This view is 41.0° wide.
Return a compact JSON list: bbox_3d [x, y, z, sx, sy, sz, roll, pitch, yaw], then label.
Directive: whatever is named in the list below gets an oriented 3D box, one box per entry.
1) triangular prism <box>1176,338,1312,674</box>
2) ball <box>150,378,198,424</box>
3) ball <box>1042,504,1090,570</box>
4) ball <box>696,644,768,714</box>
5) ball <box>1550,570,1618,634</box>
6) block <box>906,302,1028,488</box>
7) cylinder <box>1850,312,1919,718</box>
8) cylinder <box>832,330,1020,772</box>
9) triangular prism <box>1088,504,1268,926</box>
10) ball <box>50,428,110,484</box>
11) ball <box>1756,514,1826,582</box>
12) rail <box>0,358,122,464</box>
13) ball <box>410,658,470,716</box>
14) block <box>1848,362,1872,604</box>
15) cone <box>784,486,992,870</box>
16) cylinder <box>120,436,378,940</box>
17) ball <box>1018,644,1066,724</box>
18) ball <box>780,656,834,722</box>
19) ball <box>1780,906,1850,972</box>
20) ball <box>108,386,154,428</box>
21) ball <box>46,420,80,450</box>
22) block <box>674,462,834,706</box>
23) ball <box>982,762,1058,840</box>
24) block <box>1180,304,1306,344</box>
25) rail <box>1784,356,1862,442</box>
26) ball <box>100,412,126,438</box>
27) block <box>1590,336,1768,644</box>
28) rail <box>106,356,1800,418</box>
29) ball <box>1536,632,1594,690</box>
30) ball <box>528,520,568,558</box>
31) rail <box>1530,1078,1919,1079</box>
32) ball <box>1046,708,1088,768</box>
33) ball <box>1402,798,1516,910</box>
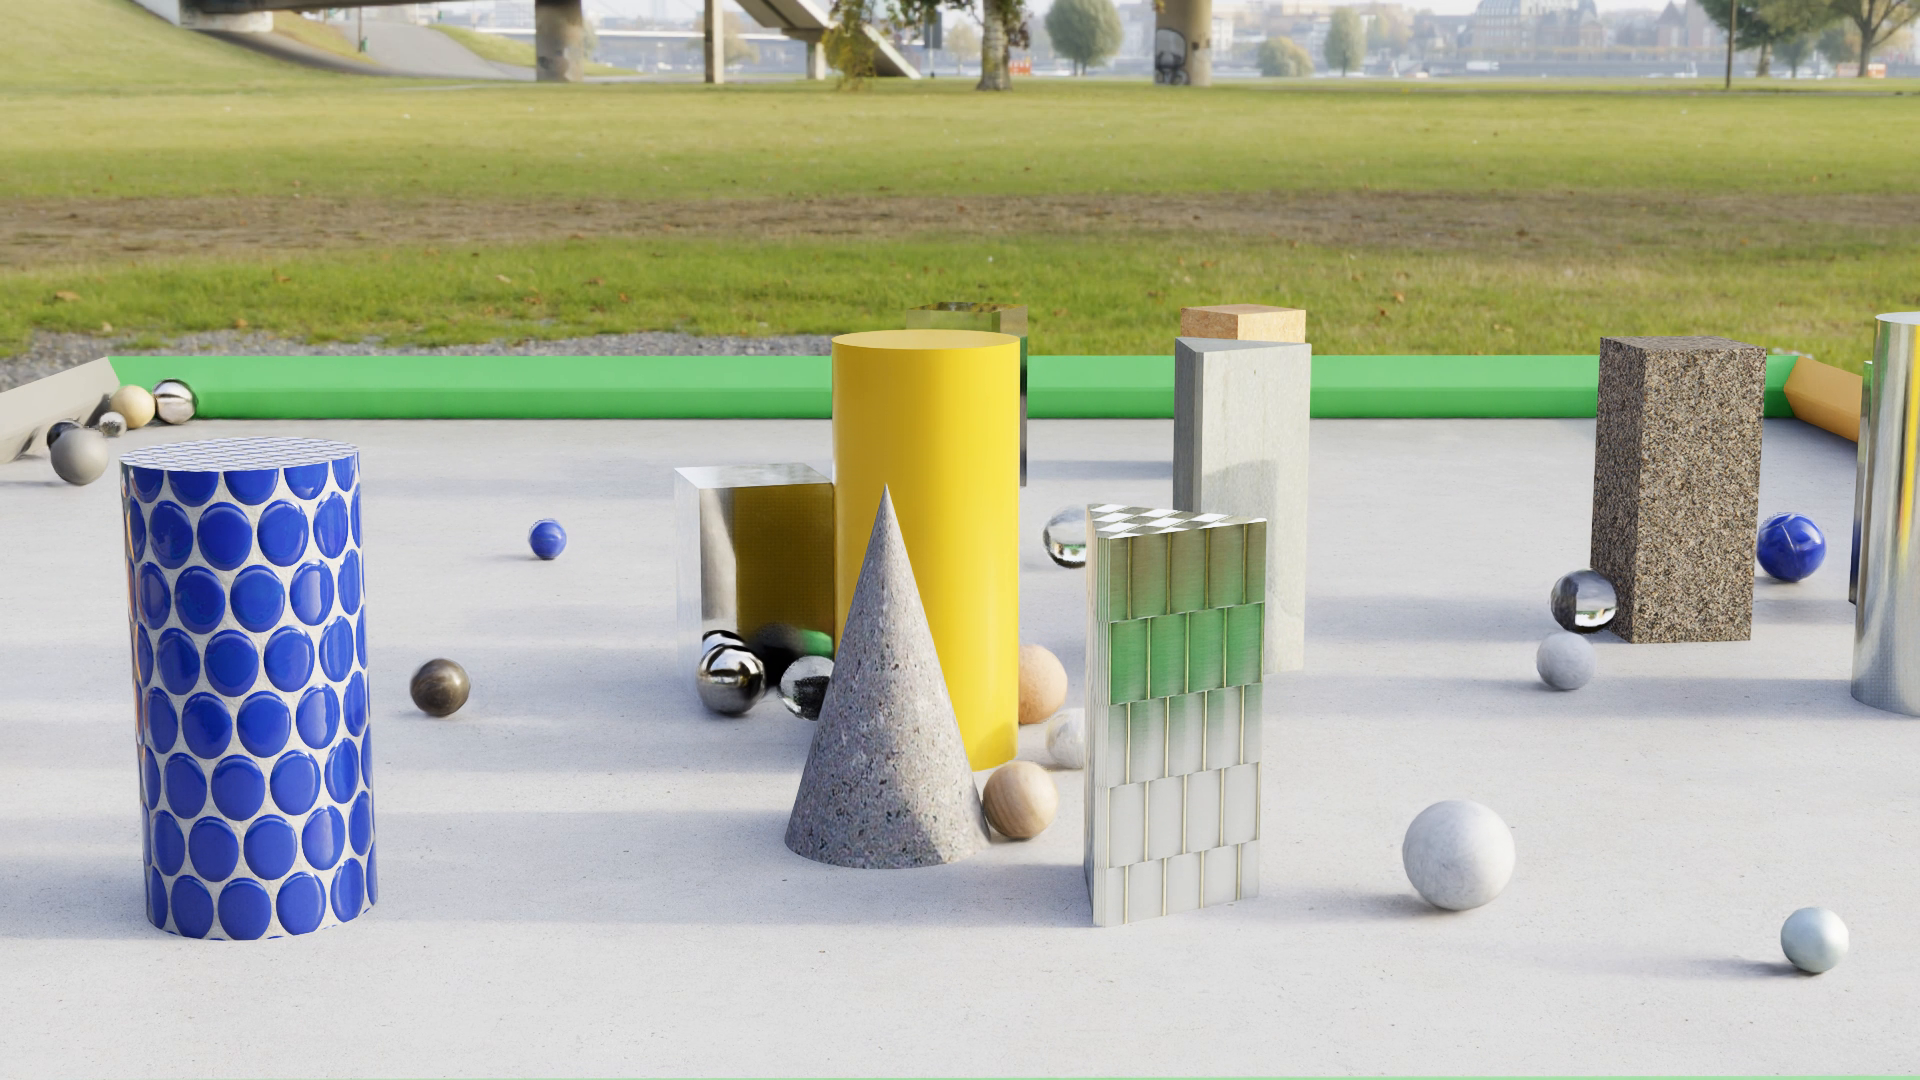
[{"bbox_3d":[0.308,-0.042,3.120,0.171,0.398,0.148,-7,13,-33],"label":"triangular prism"},{"bbox_3d":[-1.612,-0.285,5.258,0.096,0.096,0.096,0,10,0],"label":"ball"},{"bbox_3d":[0.166,-0.004,3.751,0.094,0.094,0.094,0,10,0],"label":"ball"},{"bbox_3d":[-0.258,0.158,2.911,0.080,0.080,0.080,0,10,0],"label":"ball"},{"bbox_3d":[0.806,0.080,3.318,0.085,0.085,0.085,0,10,0],"label":"ball"},{"bbox_3d":[0.013,-0.242,4.419,0.158,0.318,0.158,5,11,24],"label":"block"},{"bbox_3d":[1.139,-0.032,2.943,0.197,0.442,0.197,0,10,0],"label":"cylinder"},{"bbox_3d":[-0.036,0.008,2.720,0.197,0.444,0.197,0,10,0],"label":"cylinder"},{"bbox_3d":[0.155,0.145,2.270,0.171,0.339,0.148,-6,12,-30],"label":"triangular prism"},{"bbox_3d":[-1.545,-0.147,4.505,0.099,0.099,0.099,0,10,0],"label":"ball"},{"bbox_3d":[1.184,0.011,3.658,0.097,0.097,0.097,0,10,0],"label":"ball"},{"bbox_3d":[-1.741,0.035,3.439,0.045,0.128,3.876,0,10,0],"label":"rail"},{"bbox_3d":[-0.589,0.166,2.905,0.067,0.067,0.067,0,10,0],"label":"ball"},{"bbox_3d":[1.303,-0.065,3.424,0.158,0.331,0.158,0,10,-2],"label":"block"},{"bbox_3d":[-0.069,0.115,2.419,0.197,0.344,0.197,0,10,0],"label":"cone"},{"bbox_3d":[-0.613,0.123,2.222,0.197,0.400,0.197,0,10,0],"label":"cylinder"},{"bbox_3d":[0.075,0.161,2.870,0.089,0.089,0.089,0,10,0],"label":"ball"},{"bbox_3d":[-0.165,0.167,2.879,0.074,0.074,0.074,0,10,0],"label":"ball"},{"bbox_3d":[0.695,0.325,2.086,0.053,0.053,0.053,0,10,0],"label":"ball"},{"bbox_3d":[-1.677,-0.269,5.195,0.089,0.089,0.089,0,10,0],"label":"ball"},{"bbox_3d":[-1.678,-0.189,4.814,0.070,0.070,0.070,0,10,0],"label":"ball"},{"bbox_3d":[-0.242,0.049,3.022,0.158,0.254,0.158,-3,11,-16],"label":"block"},{"bbox_3d":[0.057,0.248,2.444,0.073,0.073,0.073,0,10,0],"label":"ball"},{"bbox_3d":[0.509,-0.271,4.639,0.158,0.294,0.158,-7,13,-34],"label":"block"},{"bbox_3d":[1.741,0.031,3.459,0.045,0.128,3.876,0,10,0],"label":"rail"},{"bbox_3d":[-1.675,-0.228,5.073,0.052,0.052,0.052,0,10,0],"label":"ball"},{"bbox_3d":[0.925,-0.068,3.321,0.158,0.376,0.158,-1,11,-7],"label":"block"},{"bbox_3d":[-0.011,-0.316,5.331,3.529,0.128,0.045,0,10,0],"label":"rail"},{"bbox_3d":[0.714,0.142,3.028,0.068,0.068,0.068,0,10,0],"label":"ball"},{"bbox_3d":[-0.615,0.000,3.830,0.057,0.057,0.057,0,10,0],"label":"ball"},{"bbox_3d":[0.011,0.382,1.566,3.529,0.128,0.045,0,10,0],"label":"rail"},{"bbox_3d":[0.122,0.207,2.691,0.063,0.063,0.063,0,10,0],"label":"ball"},{"bbox_3d":[0.435,0.274,2.238,0.097,0.097,0.097,0,10,0],"label":"ball"}]
